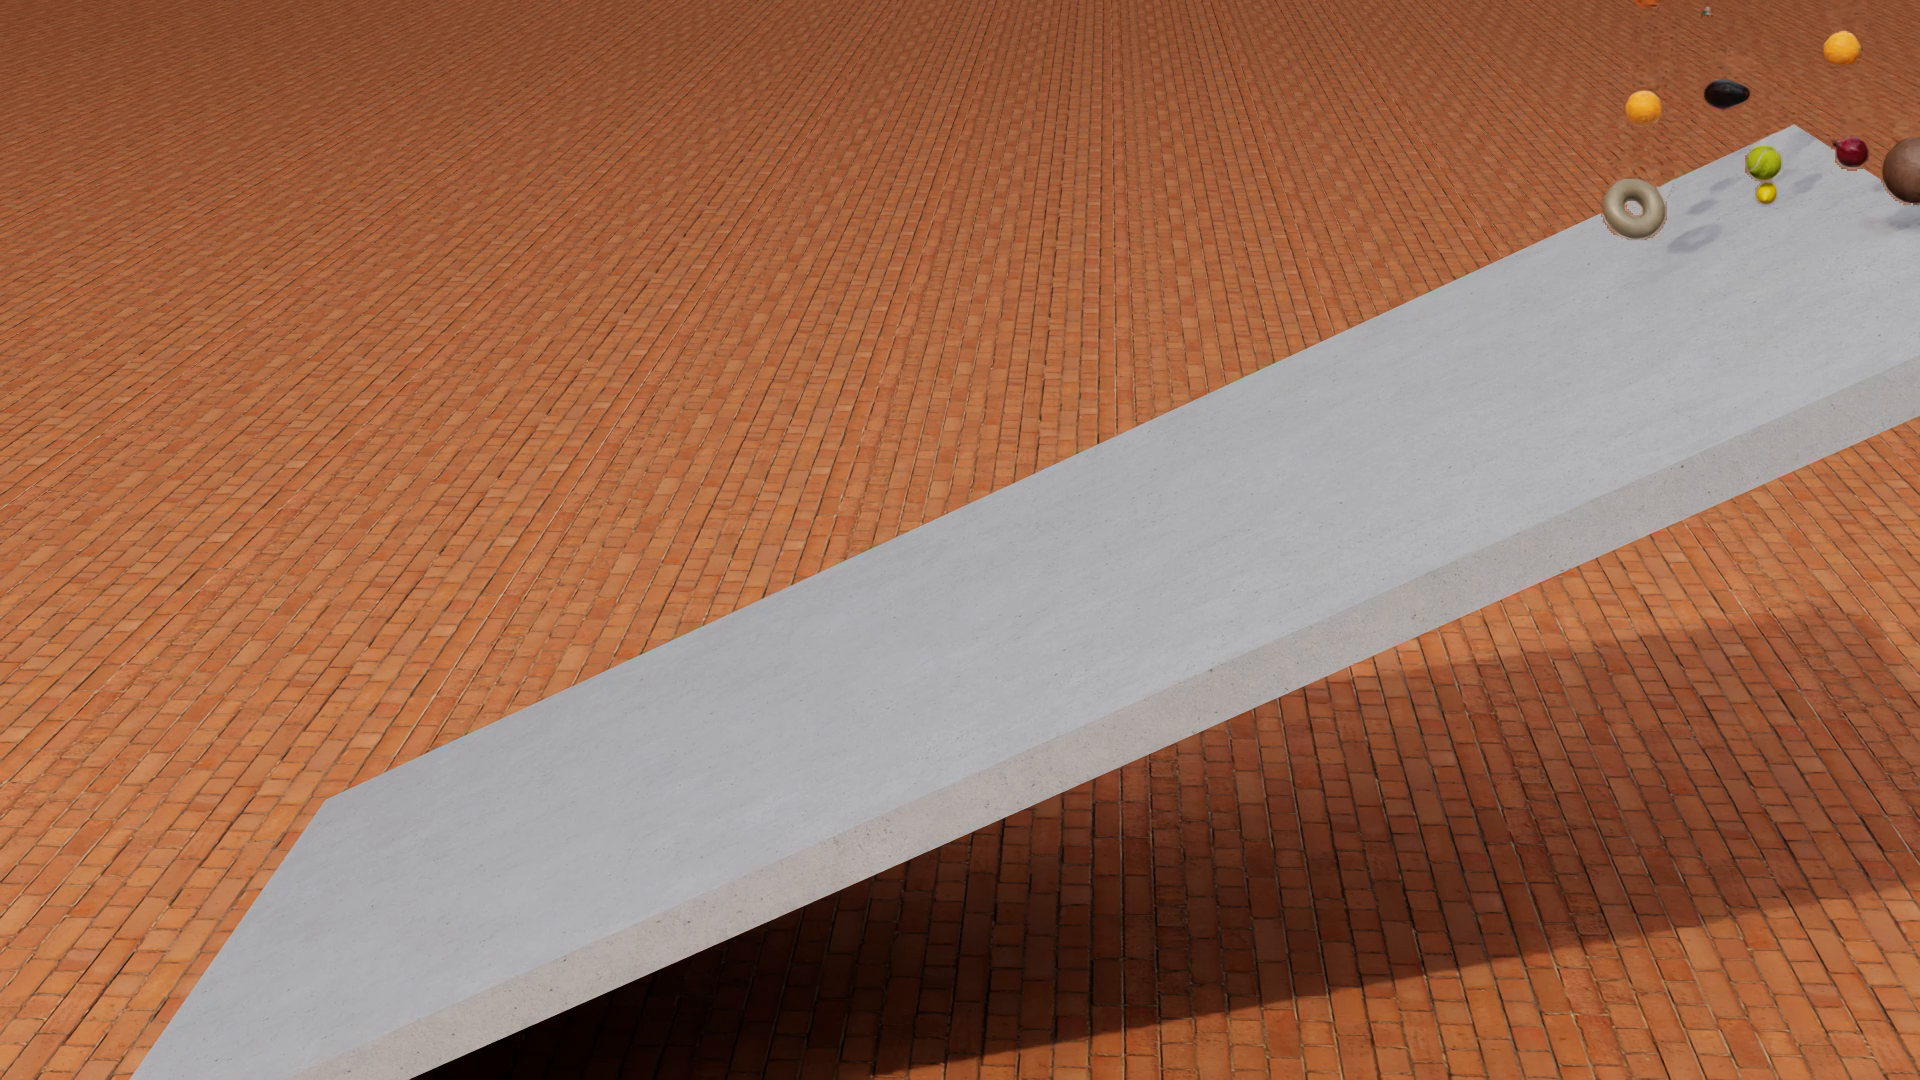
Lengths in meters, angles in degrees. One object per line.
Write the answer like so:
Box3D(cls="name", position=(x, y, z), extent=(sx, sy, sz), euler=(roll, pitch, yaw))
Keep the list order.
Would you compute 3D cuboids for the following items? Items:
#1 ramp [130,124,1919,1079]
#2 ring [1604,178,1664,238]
Box3D(cls="ramp", position=(0.137, 0.168, 6.281), extent=(4.000, 0.100, 2.000), euler=(-25, 14, 9))
Box3D(cls="ring", position=(1.361, -0.670, 5.942), extent=(0.130, 0.130, 0.043), euler=(-3, -18, -9))
